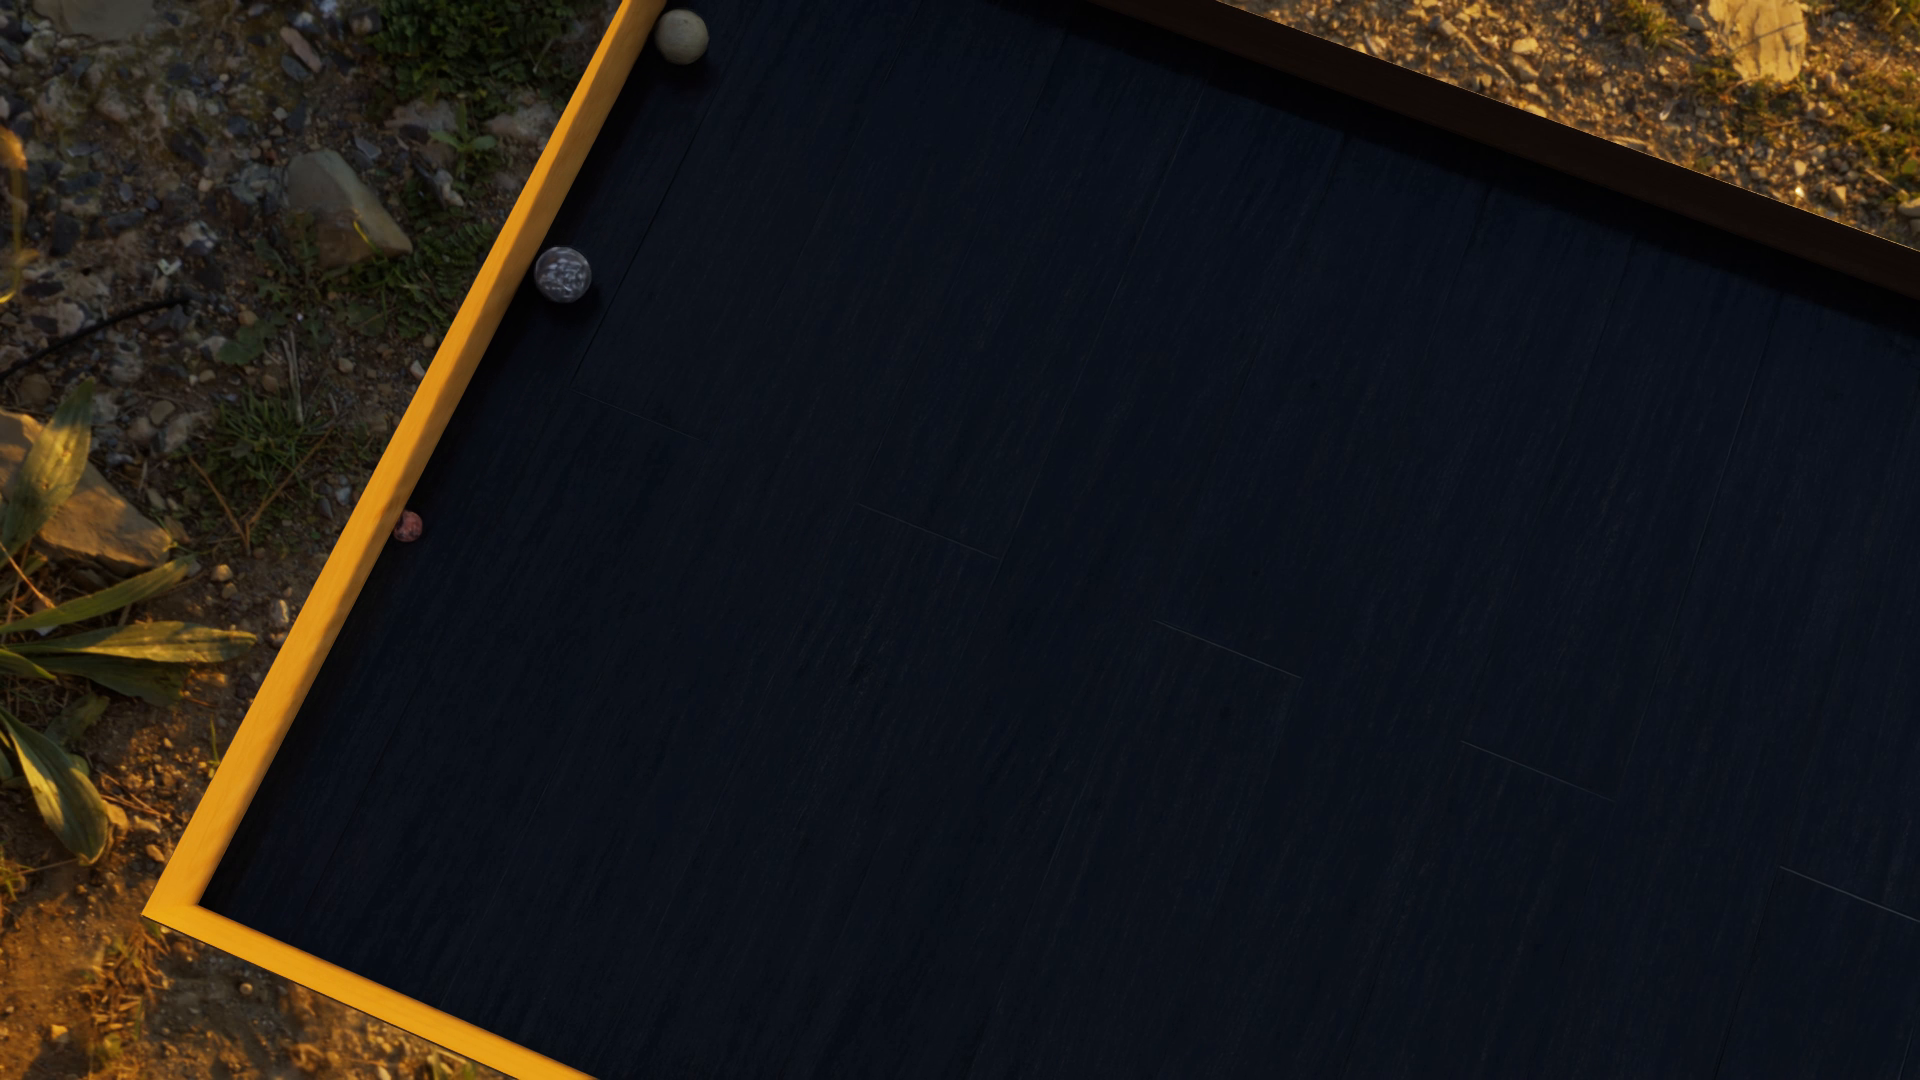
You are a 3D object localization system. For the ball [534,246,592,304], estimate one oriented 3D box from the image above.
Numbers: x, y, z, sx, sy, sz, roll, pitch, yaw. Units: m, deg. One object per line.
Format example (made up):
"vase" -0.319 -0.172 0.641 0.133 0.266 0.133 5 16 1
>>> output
"ball" -0.638 -0.424 3.526 0.092 0.092 0.092 0 72 0

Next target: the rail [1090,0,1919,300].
"rail" 1.162 -0.549 3.551 3.422 0.120 0.045 21 73 7

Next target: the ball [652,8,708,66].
"ball" -0.465 -0.837 3.660 0.093 0.093 0.093 0 72 0

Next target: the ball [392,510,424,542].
"ball" -0.860 -0.021 3.418 0.049 0.049 0.049 0 72 0

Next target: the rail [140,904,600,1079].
"rail" 0.419 1.156 2.997 3.422 0.120 0.045 21 73 7

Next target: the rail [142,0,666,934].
"rail" -0.769 -0.311 3.474 0.045 0.120 1.988 21 73 7
